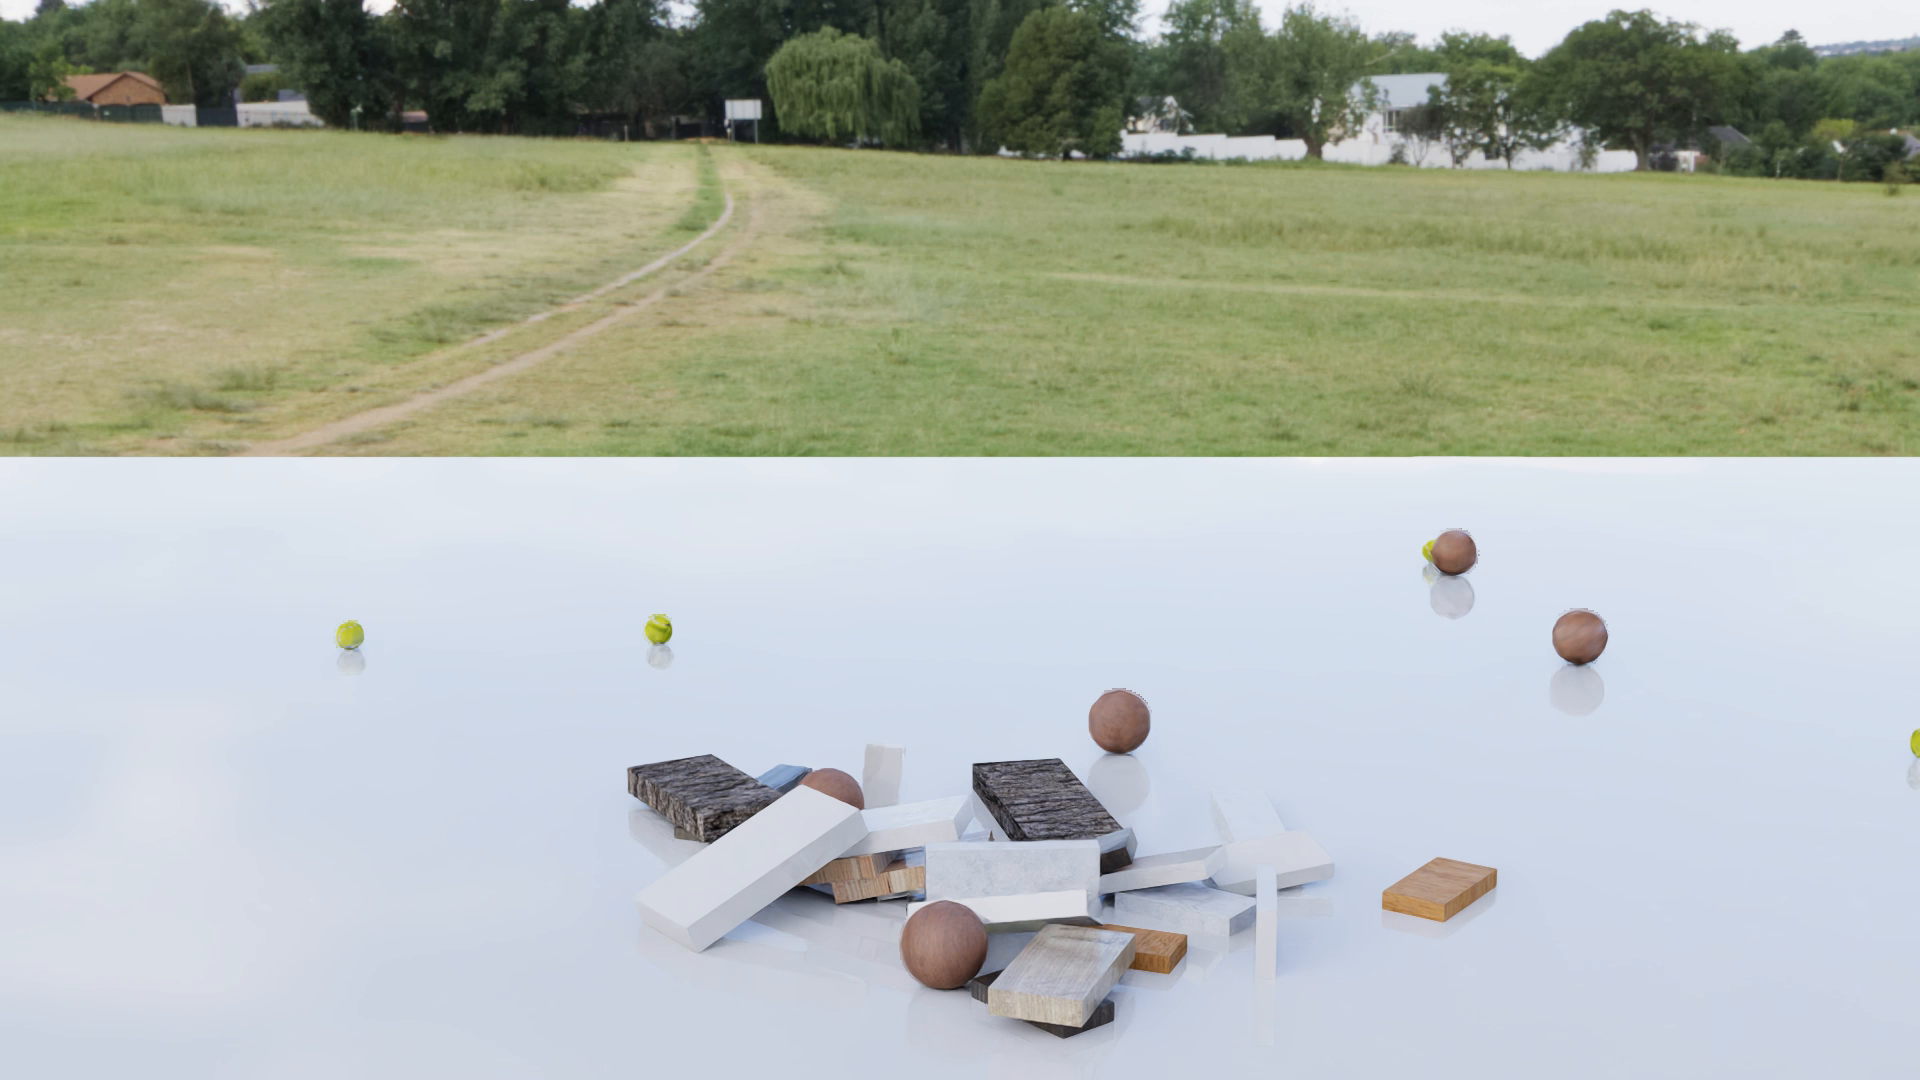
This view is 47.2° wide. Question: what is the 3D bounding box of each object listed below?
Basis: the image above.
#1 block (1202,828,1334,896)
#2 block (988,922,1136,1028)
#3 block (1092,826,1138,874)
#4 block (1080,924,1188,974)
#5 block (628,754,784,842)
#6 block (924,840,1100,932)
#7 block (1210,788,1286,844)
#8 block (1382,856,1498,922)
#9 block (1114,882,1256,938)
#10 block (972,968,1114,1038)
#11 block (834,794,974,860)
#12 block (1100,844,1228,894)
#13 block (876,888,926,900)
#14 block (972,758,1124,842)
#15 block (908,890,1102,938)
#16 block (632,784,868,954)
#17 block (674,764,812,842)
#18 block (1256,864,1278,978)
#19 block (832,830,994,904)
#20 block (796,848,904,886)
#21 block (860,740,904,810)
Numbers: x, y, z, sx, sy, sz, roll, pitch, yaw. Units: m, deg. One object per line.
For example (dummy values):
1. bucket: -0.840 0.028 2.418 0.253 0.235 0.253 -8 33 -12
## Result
1. block: 0.509 0.546 3.702 0.214 0.030 0.107 -8 28 -17
2. block: 0.151 0.629 3.197 0.138 0.039 0.277 4 11 20
3. block: 0.184 0.539 3.650 0.216 0.031 0.108 -20 6 13
4. block: 0.242 0.626 3.396 0.198 0.028 0.099 4 11 21
5. block: -0.466 0.472 4.059 0.174 0.049 0.348 -6 12 -30
6. block: 0.083 0.552 3.497 0.275 0.138 0.039 -1 10 -3
7. block: 0.529 0.524 3.947 0.099 0.028 0.443 0 11 -1
8. block: 0.797 0.578 3.648 0.108 0.031 0.216 8 13 35
9. block: 0.371 0.592 3.573 0.214 0.030 0.107 8 13 36
10. block: 0.119 0.666 3.184 0.099 0.028 0.198 -9 14 -39
11. block: -0.117 0.478 3.643 0.260 0.037 0.130 -10 9 14
12. block: 0.320 0.542 3.608 0.216 0.031 0.108 -13 1 26
13. block: -0.078 0.572 3.652 0.118 0.017 0.059 -11 9 9
14. block: 0.161 0.498 4.028 0.174 0.049 0.511 -2 11 -12
15. block: 0.071 0.575 3.379 0.275 0.039 0.138 -7 -17 12
16. block: -0.336 0.524 3.543 0.348 0.049 0.174 -32 26 -29
17. block: -0.403 0.492 4.141 0.070 0.020 0.436 4 11 21
18. block: 0.472 0.586 3.397 0.030 0.107 0.214 1 11 7
19. block: -0.075 0.542 3.657 0.260 0.037 0.130 -12 9 7
20. block: -0.240 0.537 3.684 0.260 0.037 0.130 -9 9 21
21. block: -0.145 0.442 4.061 0.070 0.139 0.020 8 17 5
